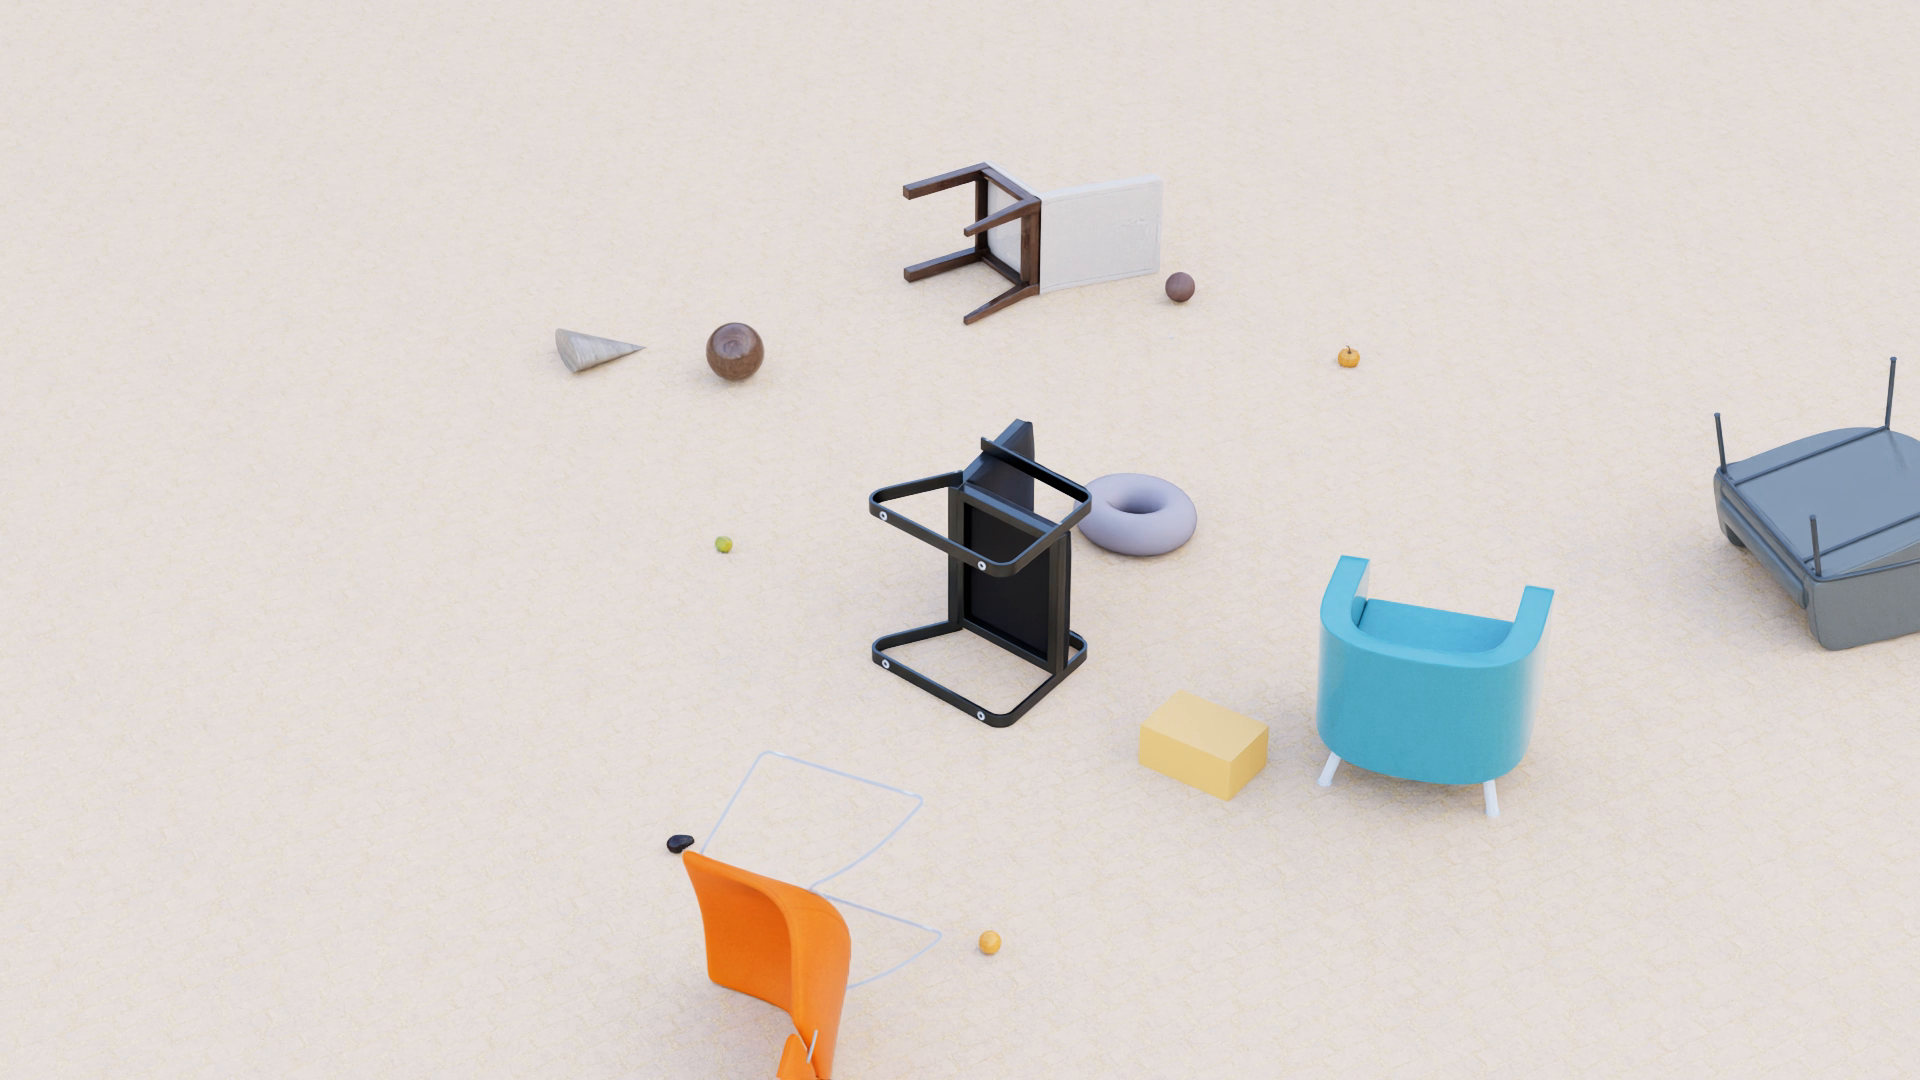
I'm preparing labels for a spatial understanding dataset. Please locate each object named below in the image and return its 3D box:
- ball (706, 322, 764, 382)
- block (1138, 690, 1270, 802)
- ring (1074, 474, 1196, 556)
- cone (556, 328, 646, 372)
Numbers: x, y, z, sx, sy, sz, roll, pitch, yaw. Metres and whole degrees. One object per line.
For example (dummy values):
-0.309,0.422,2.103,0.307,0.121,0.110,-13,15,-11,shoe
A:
-0.911,-0.764,11.886,0.240,0.240,0.240,0,33,0,ball
0.811,0.682,9.761,0.350,0.164,0.245,22,39,29,block
0.653,-0.097,10.947,0.478,0.163,0.404,17,38,25,ring
-1.454,-0.788,12.082,0.351,0.131,0.315,-4,31,-25,cone
